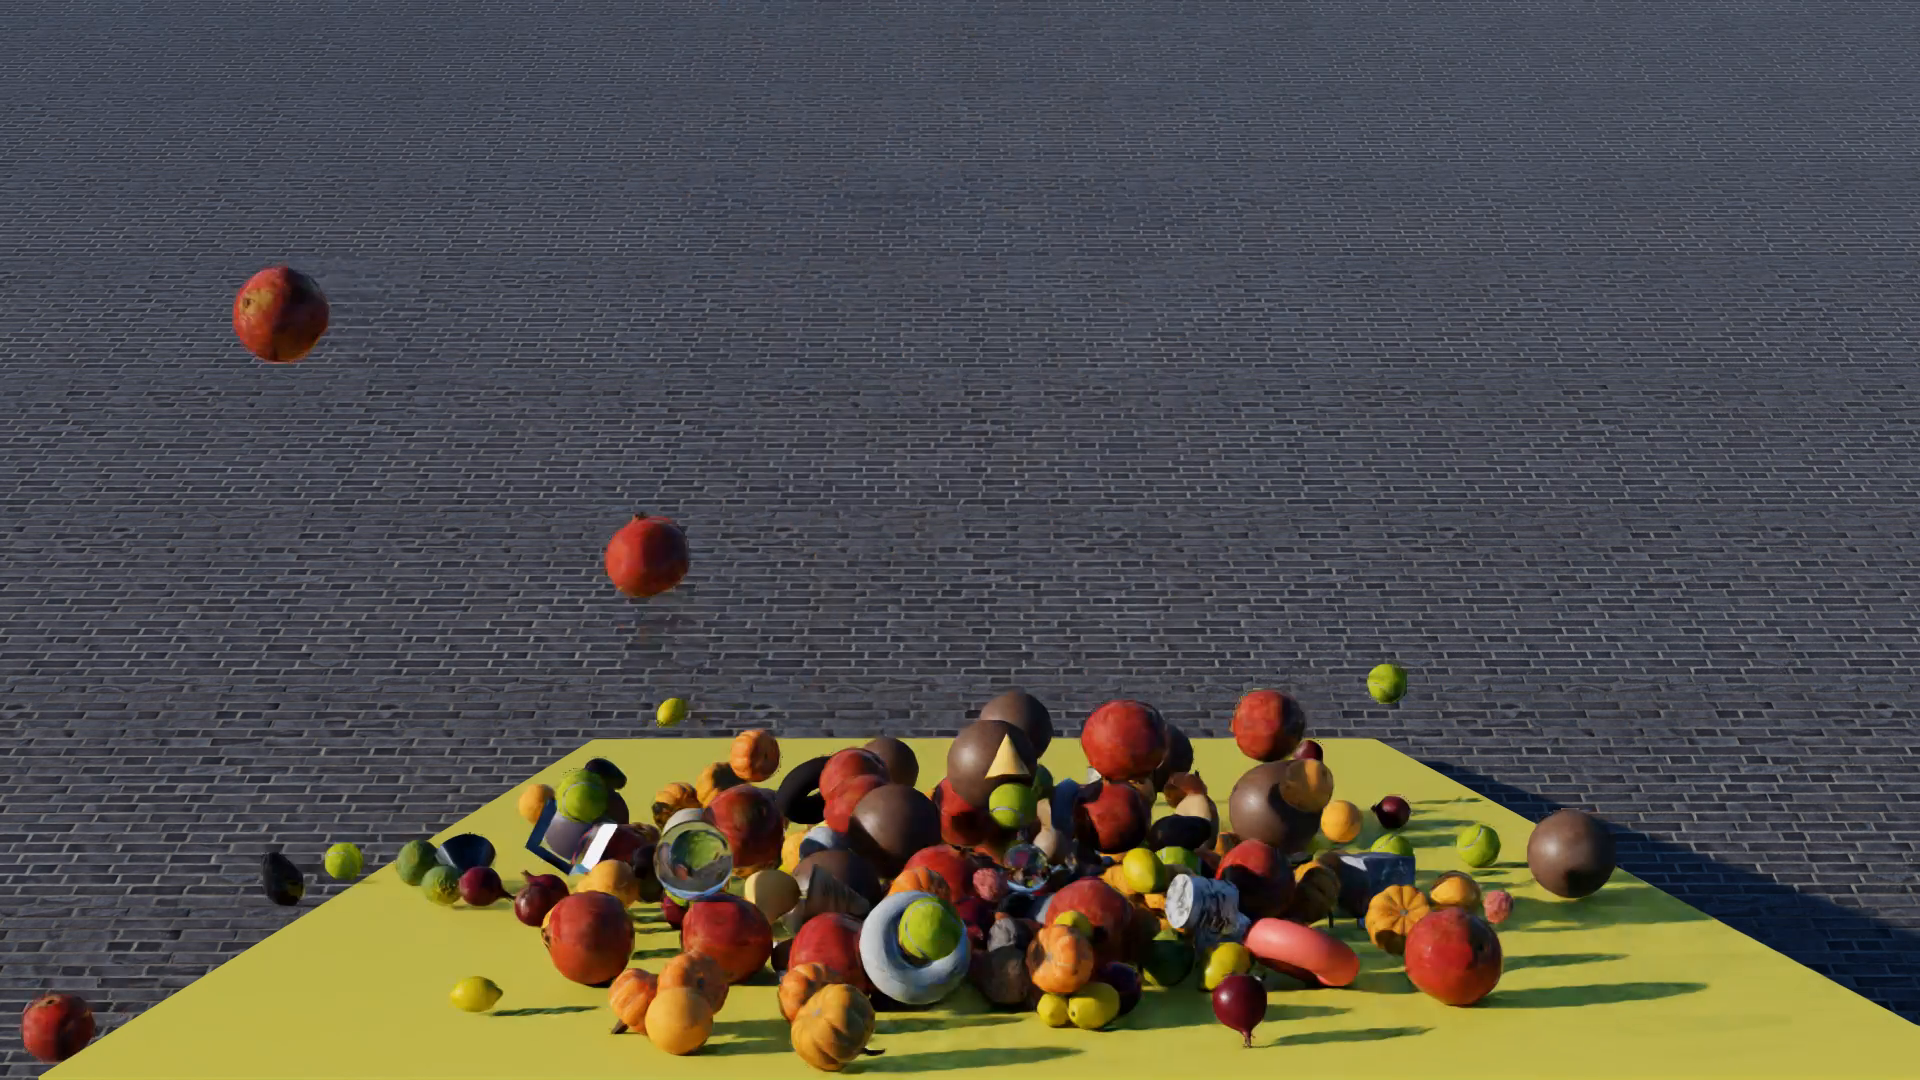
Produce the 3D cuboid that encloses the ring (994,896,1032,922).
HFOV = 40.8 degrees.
[{"bbox_3d":[0.087,0.521,3.652,0.081,0.027,0.081,0,2,0],"label":"ring"}]

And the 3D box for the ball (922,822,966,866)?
[{"bbox_3d":[-0.027,0.495,4.206,0.070,0.070,0.070,0,29,0],"label":"ball"}]

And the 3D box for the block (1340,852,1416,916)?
[{"bbox_3d":[0.601,0.495,3.725,0.078,0.078,0.078,0,1,-26],"label":"block"}]

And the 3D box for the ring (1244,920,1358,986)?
[{"bbox_3d":[0.409,0.495,3.100,0.143,0.143,0.048,14,74,24],"label":"ring"}]

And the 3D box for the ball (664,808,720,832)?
[{"bbox_3d":[-0.376,0.415,3.623,0.081,0.081,0.081,0,29,0],"label":"ball"}]

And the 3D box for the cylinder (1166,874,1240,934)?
[{"bbox_3d":[0.291,0.437,3.096,0.065,0.065,0.065,12,23,-23],"label":"cylinder"}]

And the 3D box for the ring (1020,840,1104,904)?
[{"bbox_3d":[0.140,0.470,3.634,0.126,0.042,0.126,-12,32,8],"label":"ring"}]

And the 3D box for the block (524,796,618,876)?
[{"bbox_3d":[-0.563,0.428,3.743,0.081,0.081,0.081,29,6,17],"label":"block"}]

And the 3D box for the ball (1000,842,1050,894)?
[{"bbox_3d":[0.086,0.431,3.394,0.066,0.066,0.066,0,29,0],"label":"ball"}]

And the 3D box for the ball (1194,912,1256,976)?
[{"bbox_3d":[0.330,0.497,3.199,0.082,0.082,0.082,0,29,0],"label":"ball"}]

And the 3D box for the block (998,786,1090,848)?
[{"bbox_3d":[0.140,0.468,4.304,0.096,0.096,0.096,-23,-12,30],"label":"block"}]

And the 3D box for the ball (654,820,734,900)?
[{"bbox_3d":[-0.323,0.389,3.137,0.097,0.097,0.097,0,29,0],"label":"ball"}]

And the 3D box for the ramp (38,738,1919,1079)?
[{"bbox_3d":[0.064,0.576,4.620,2.000,0.100,4.000,0,0,0],"label":"ramp"}]

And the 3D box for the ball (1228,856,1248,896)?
[{"bbox_3d":[0.430,0.503,3.870,0.060,0.060,0.060,0,29,0],"label":"ball"}]

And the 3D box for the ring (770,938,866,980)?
[{"bbox_3d":[-0.173,0.517,3.194,0.122,0.041,0.122,1,0,0],"label":"ring"}]

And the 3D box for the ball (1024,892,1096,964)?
[{"bbox_3d":[0.126,0.491,3.275,0.091,0.091,0.091,0,29,0],"label":"ball"}]

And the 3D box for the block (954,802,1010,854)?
[{"bbox_3d":[0.044,0.490,4.410,0.076,0.076,0.076,0,1,33],"label":"block"}]

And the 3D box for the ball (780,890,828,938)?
[{"bbox_3d":[-0.196,0.479,3.300,0.065,0.065,0.065,0,29,0],"label":"ball"}]

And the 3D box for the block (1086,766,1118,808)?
[{"bbox_3d":[0.297,0.485,5.067,0.076,0.076,0.076,0,1,-20],"label":"block"}]

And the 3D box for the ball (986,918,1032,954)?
[{"bbox_3d":[0.059,0.480,3.098,0.056,0.056,0.056,0,29,0],"label":"ball"}]

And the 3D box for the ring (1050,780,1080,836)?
[{"bbox_3d":[0.155,0.392,3.777,0.029,0.086,0.086,7,29,18],"label":"ring"}]

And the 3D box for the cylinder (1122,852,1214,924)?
[{"bbox_3d":[0.293,0.489,3.632,0.091,0.091,0.091,0,22,-42],"label":"cylinder"}]

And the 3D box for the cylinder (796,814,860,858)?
[{"bbox_3d":[-0.206,0.476,4.021,0.073,0.073,0.073,-36,35,-3],"label":"cylinder"}]

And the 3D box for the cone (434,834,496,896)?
[{"bbox_3d":[-0.741,0.511,3.901,0.097,0.097,0.097,-8,29,-15],"label":"cone"}]

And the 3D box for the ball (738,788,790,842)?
[{"bbox_3d":[-0.341,0.480,4.508,0.094,0.094,0.094,0,29,0],"label":"ball"}]

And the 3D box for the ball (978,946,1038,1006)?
[{"bbox_3d":[0.055,0.506,2.993,0.069,0.069,0.069,0,29,0],"label":"ball"}]

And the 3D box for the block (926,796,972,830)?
[{"bbox_3d":[-0.020,0.493,4.593,0.068,0.068,0.068,0,0,-11],"label":"block"}]

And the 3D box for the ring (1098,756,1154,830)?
[{"bbox_3d":[0.302,0.461,4.693,0.049,0.146,0.146,27,25,-15],"label":"ring"}]

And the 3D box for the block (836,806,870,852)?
[{"bbox_3d":[-0.195,0.494,4.413,0.069,0.069,0.069,0,1,-18],"label":"block"}]

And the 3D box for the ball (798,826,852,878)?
[{"bbox_3d":[-0.191,0.443,3.658,0.075,0.075,0.075,0,29,0],"label":"ball"}]

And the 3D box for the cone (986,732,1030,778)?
[{"bbox_3d":[0.067,0.298,3.603,0.063,0.063,0.063,-2,-10,0],"label":"cone"}]

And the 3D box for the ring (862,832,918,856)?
[{"bbox_3d":[-0.119,0.513,4.355,0.094,0.031,0.094,2,-1,0],"label":"ring"}]

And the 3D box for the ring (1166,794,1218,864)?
[{"bbox_3d":[0.355,0.455,3.967,0.045,0.134,0.134,16,25,-15],"label":"ring"}]

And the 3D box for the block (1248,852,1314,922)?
[{"bbox_3d":[0.455,0.491,3.668,0.087,0.087,0.087,0,0,3],"label":"block"}]

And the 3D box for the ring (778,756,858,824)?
[{"bbox_3d":[-0.225,0.397,4.096,0.136,0.136,0.045,-12,47,-21],"label":"ring"}]

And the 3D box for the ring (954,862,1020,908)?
[{"bbox_3d":[0.047,0.501,3.752,0.115,0.038,0.115,16,11,-3],"label":"ring"}]

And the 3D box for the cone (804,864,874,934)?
[{"bbox_3d":[-0.143,0.455,3.224,0.090,0.090,0.090,8,29,4],"label":"cone"}]

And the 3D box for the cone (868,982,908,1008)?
[{"bbox_3d":[-0.075,0.494,3.004,0.079,0.079,0.079,-10,2,0],"label":"cone"}]

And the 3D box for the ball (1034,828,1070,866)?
[{"bbox_3d":[0.127,0.424,3.571,0.052,0.052,0.052,0,29,0],"label":"ball"}]

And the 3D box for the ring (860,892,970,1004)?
[{"bbox_3d":[-0.051,0.465,2.951,0.131,0.044,0.131,7,66,-16],"label":"ring"}]

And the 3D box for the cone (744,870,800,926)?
[{"bbox_3d":[-0.236,0.457,3.202,0.070,0.070,0.070,1,30,2],"label":"cone"}]
